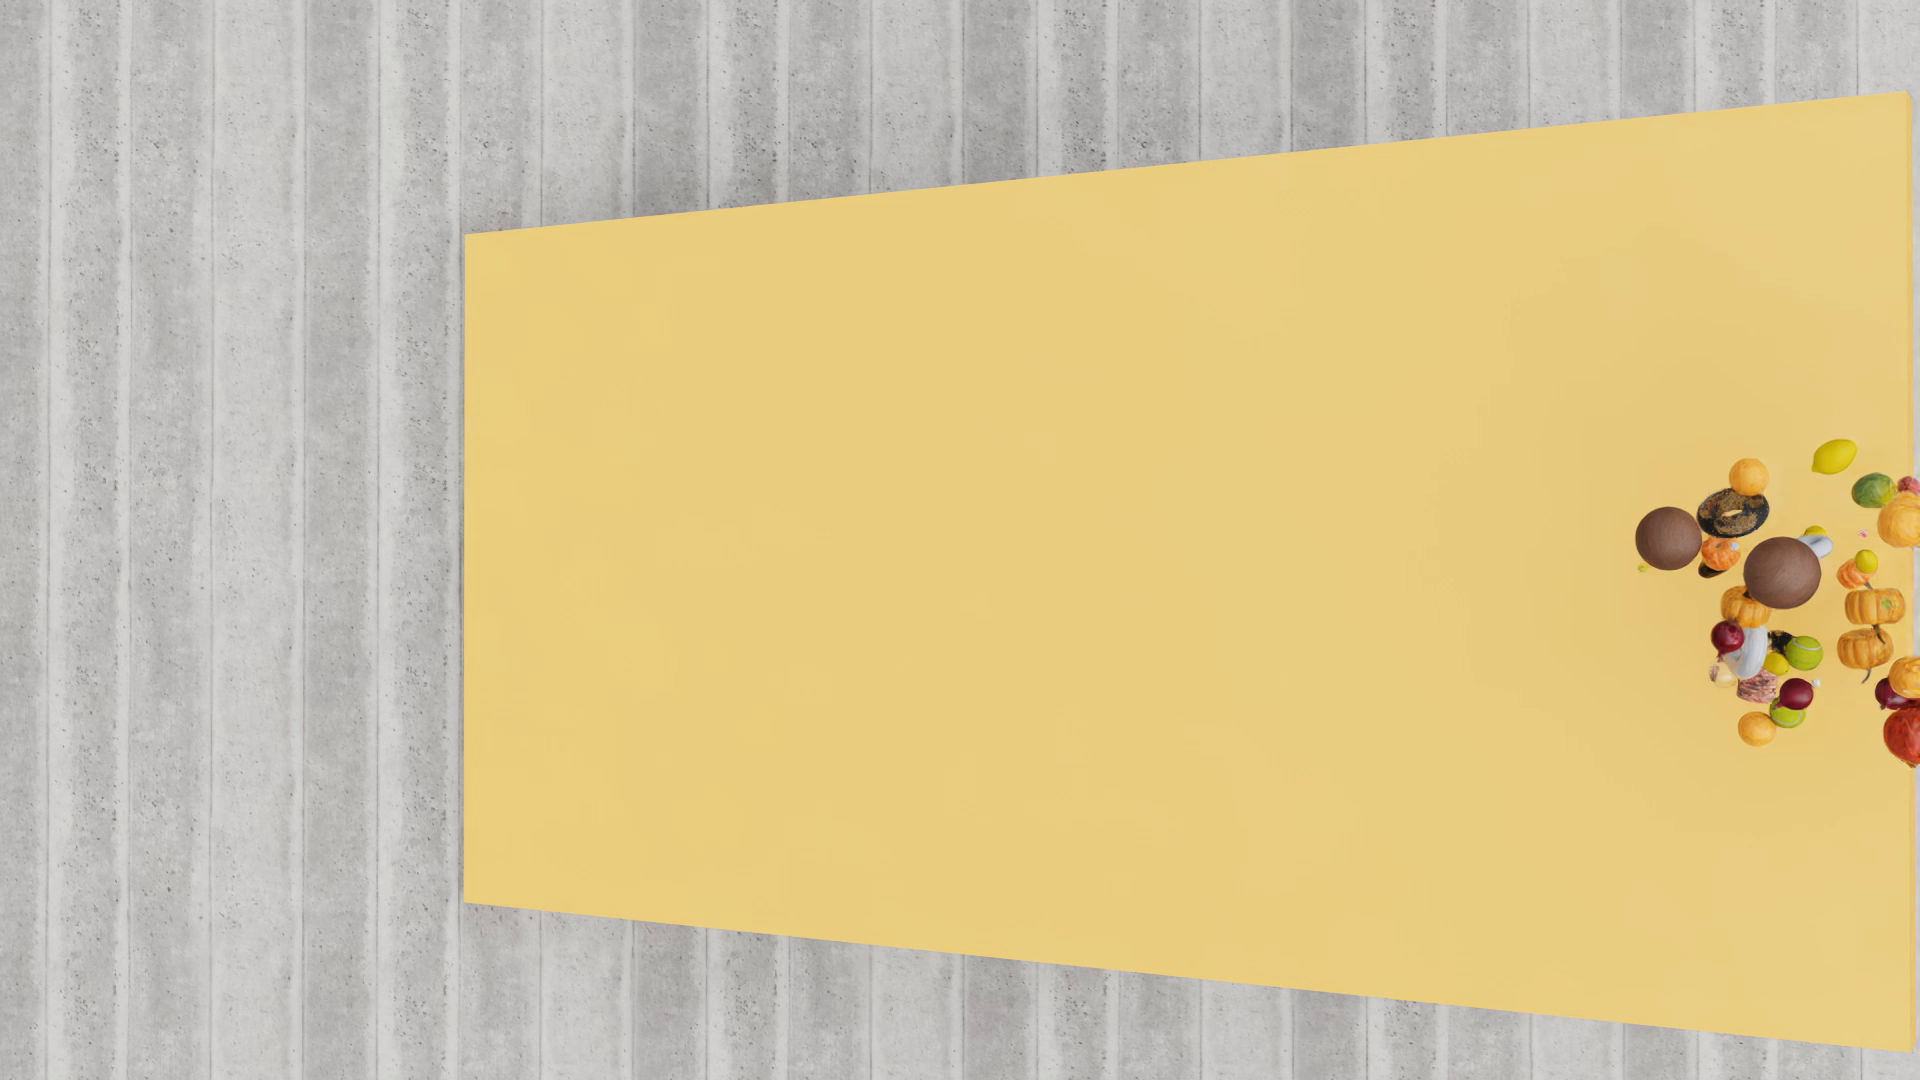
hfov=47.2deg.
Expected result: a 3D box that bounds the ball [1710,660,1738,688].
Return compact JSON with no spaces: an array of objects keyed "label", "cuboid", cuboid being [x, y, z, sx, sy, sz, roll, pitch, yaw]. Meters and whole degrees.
[{"label":"ball","cuboid":[1.552,0.272,4.467,0.056,0.056,0.056,0,89,0]}]

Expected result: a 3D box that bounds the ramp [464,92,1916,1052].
[{"label":"ramp","cuboid":[0.269,0.074,5.624,4.000,0.100,2.000,0,89,30]}]

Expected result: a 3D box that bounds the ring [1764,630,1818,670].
[{"label":"ring","cuboid":[1.718,0.226,4.545,0.116,0.116,0.039,35,89,0]}]

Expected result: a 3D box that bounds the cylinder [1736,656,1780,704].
[{"label":"cylinder","cuboid":[1.662,0.290,4.578,0.077,0.077,0.077,1,108,0]}]

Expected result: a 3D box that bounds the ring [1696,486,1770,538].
[{"label":"ring","cuboid":[1.440,-0.051,4.099,0.131,0.131,0.044,-26,120,0]}]

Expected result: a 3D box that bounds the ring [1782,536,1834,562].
[{"label":"ring","cuboid":[1.632,0.016,4.235,0.094,0.094,0.031,-16,102,0]}]
